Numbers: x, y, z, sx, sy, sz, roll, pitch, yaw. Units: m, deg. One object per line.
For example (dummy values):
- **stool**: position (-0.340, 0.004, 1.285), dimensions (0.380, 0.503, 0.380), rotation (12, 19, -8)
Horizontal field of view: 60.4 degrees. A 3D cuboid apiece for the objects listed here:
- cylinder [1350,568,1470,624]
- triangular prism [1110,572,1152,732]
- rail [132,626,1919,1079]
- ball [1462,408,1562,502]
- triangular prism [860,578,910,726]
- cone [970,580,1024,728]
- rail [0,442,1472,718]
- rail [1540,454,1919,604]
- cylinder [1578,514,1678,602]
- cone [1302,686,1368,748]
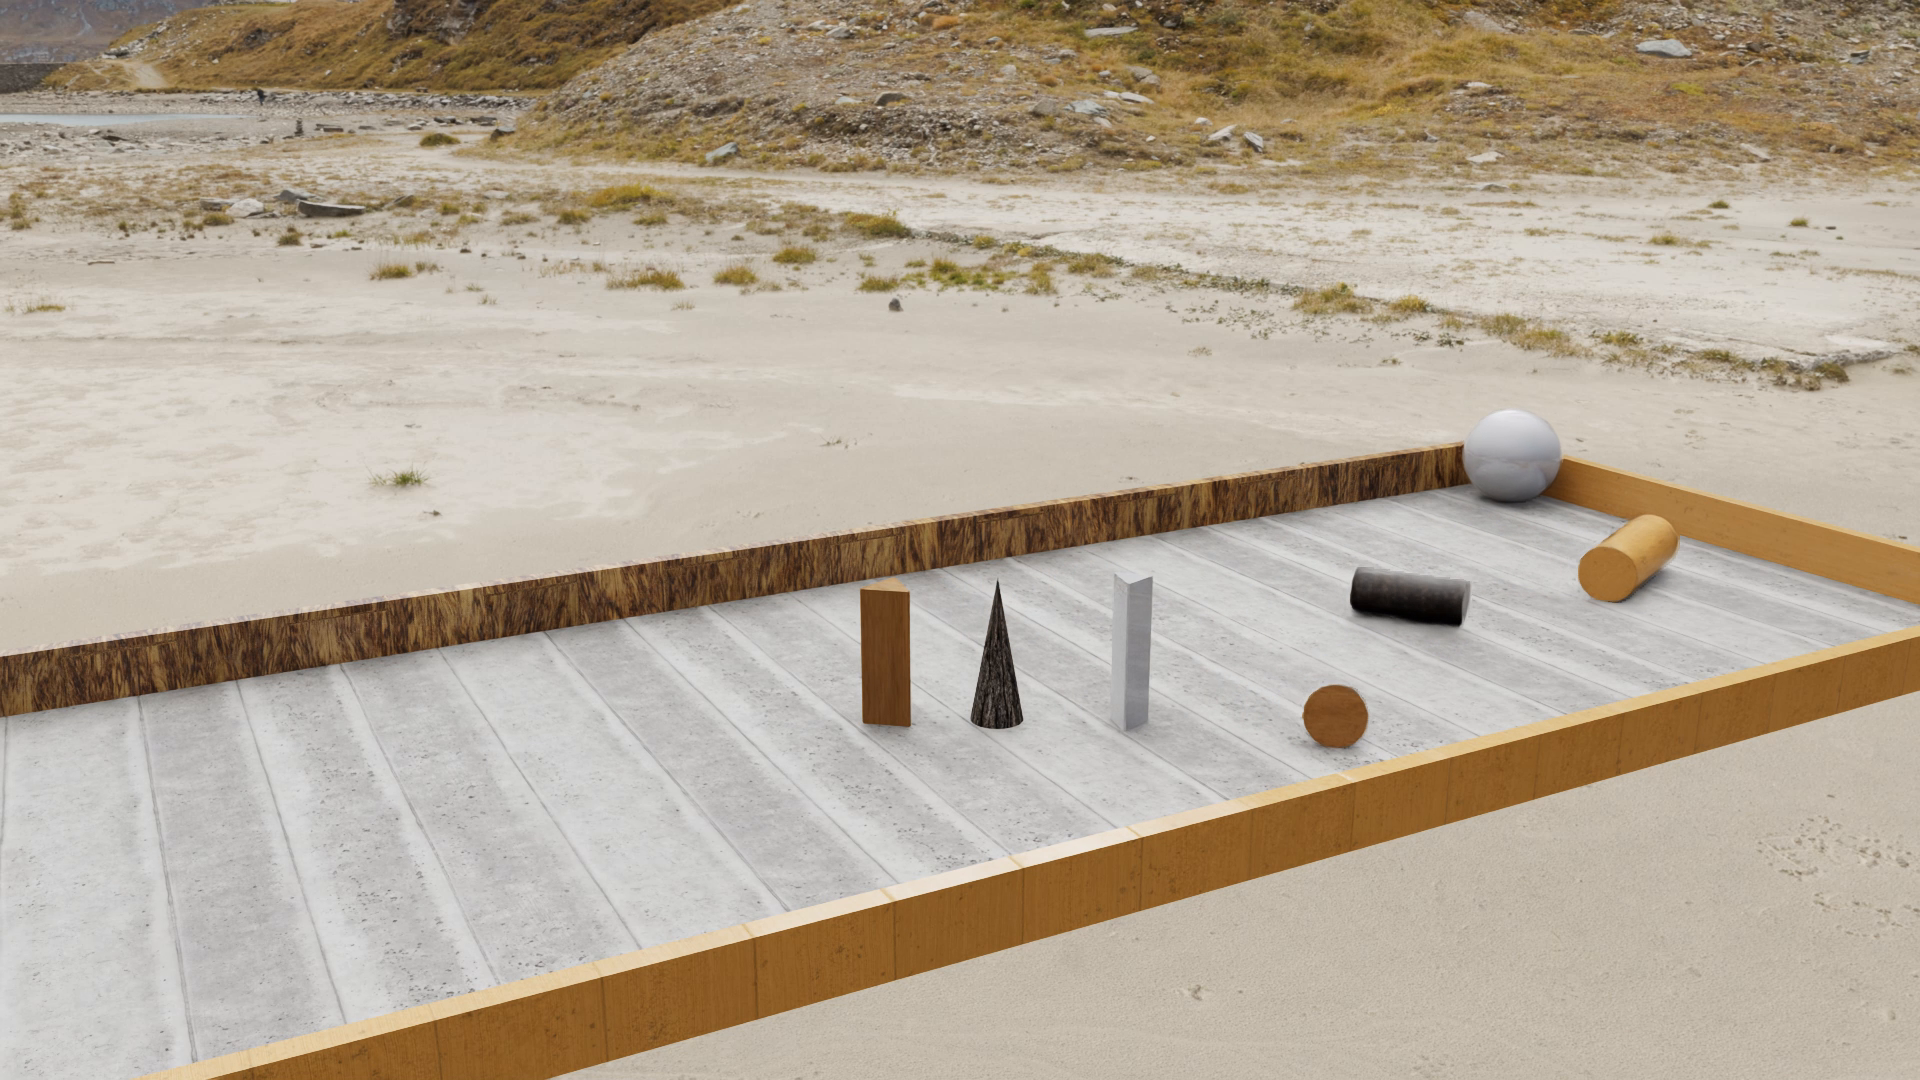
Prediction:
- **cylinder**: position (1.258, 0.156, 4.614), dimensions (0.303, 0.118, 0.118), rotation (8, 18, 25)
- **triangular prism**: position (0.386, 0.256, 3.844), dimensions (0.076, 0.361, 0.088), rotation (15, 22, 42)
- **rail**: position (-2.336, 1.006, 1.665), dimensions (12.000, 0.150, 0.050), rotation (-9, 18, -27)
- **ball**: position (1.935, -0.299, 5.789), dimensions (0.329, 0.329, 0.329), rotation (0, 16, 0)
- **triangular prism**: position (-0.164, 0.261, 3.878), dimensions (0.115, 0.332, 0.100), rotation (3, 17, 10)
- **cone**: position (0.087, 0.255, 3.863), dimensions (0.126, 0.353, 0.126), rotation (0, 16, 0)
- **rail**: position (-3.305, 0.497, 3.399), dimensions (12.000, 0.150, 0.050), rotation (-9, 18, -27)
- **rail**: position (2.466, -0.048, 5.253), dimensions (0.050, 0.150, 2.100), rotation (-9, 18, -27)
- **cylinder**: position (1.985, 0.050, 4.895), dimensions (0.164, 0.164, 0.430), rotation (12, 20, 36)
- **cone**: position (0.914, 0.382, 3.927), dimensions (0.144, 0.144, 0.398), rotation (6, 7, 18)
